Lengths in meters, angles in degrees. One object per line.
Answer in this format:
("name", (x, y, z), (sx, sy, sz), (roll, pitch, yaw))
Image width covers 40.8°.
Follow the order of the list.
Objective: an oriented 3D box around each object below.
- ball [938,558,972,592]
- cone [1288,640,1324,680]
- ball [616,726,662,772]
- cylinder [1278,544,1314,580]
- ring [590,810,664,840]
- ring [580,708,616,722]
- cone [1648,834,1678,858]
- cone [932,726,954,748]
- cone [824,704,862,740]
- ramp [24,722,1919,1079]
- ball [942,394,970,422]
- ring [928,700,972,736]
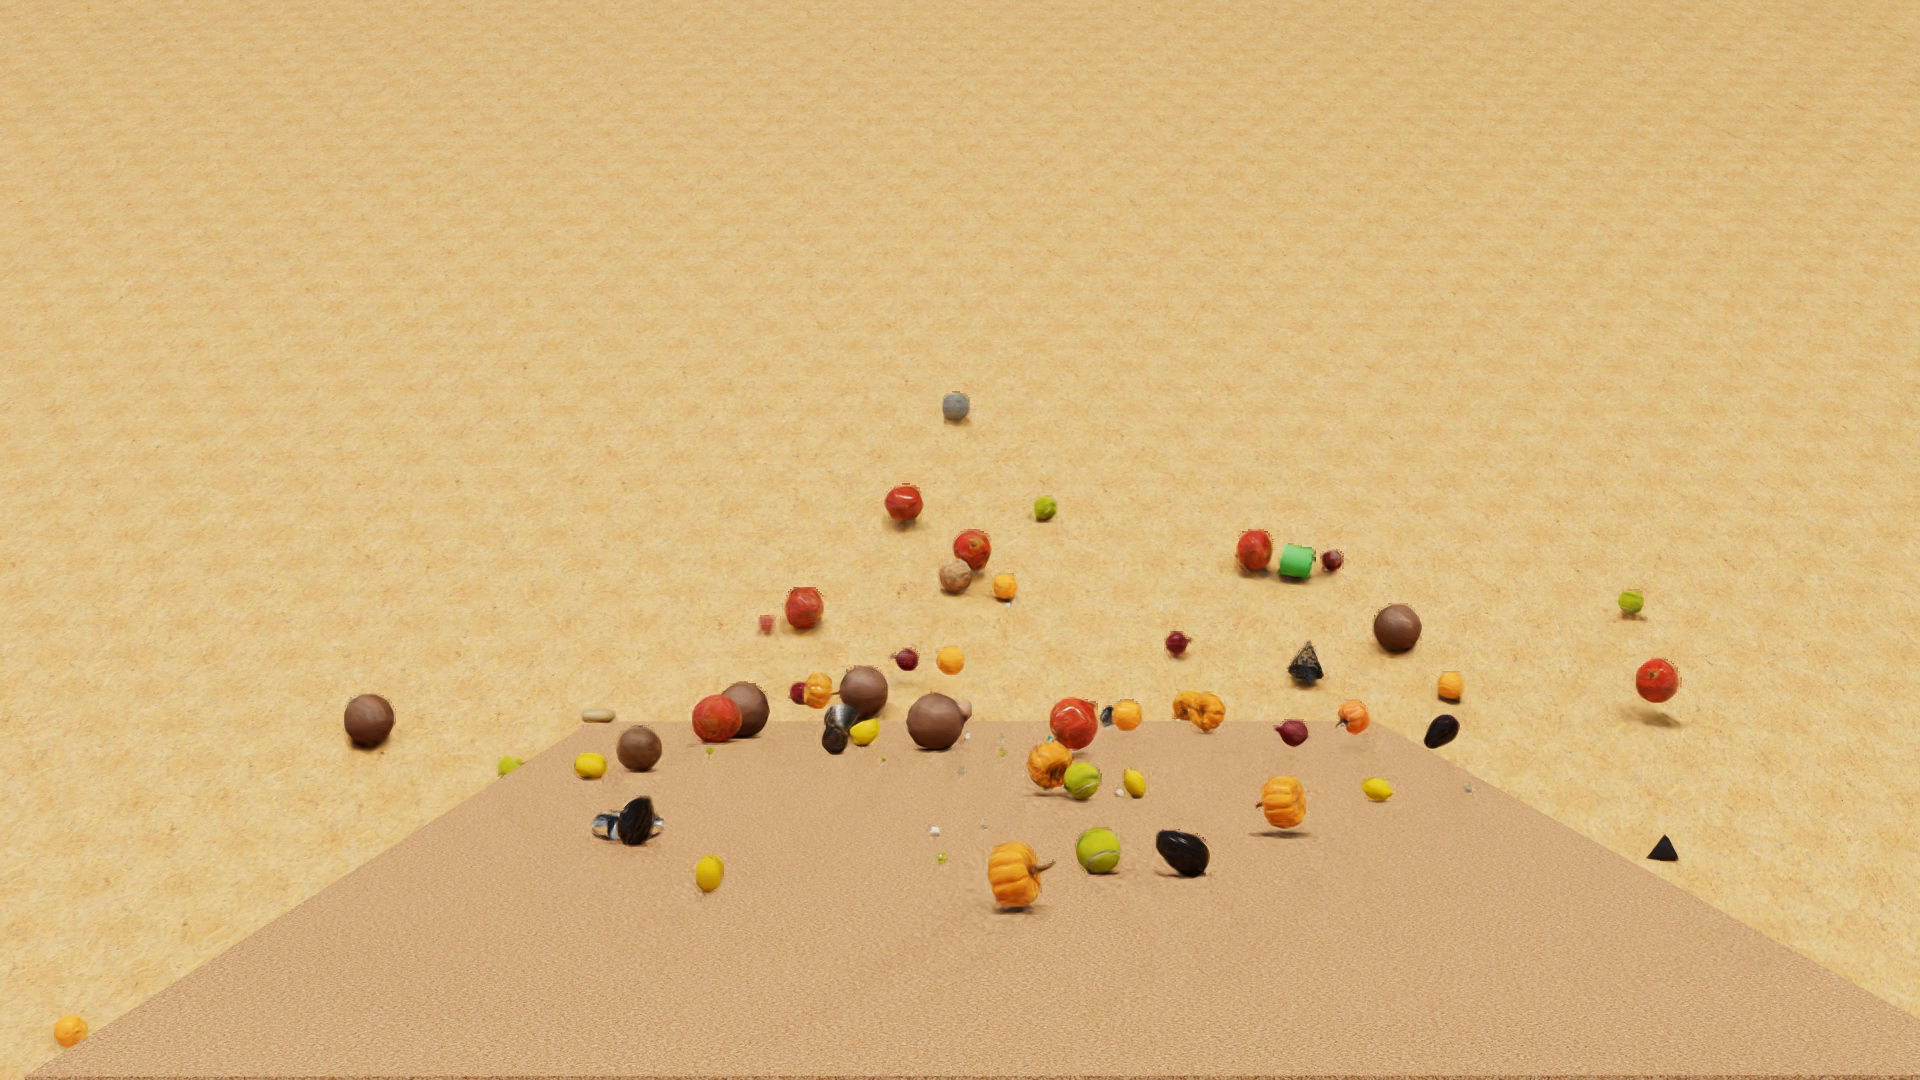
("ball", (-0.014, 0.100, 7.386), (0.094, 0.094, 0.094), (0, 27, 0))
("cone", (0.933, 0.311, 6.928), (0.098, 0.098, 0.098), (6, 65, 12))
("ball", (-0.671, 0.437, 5.403), (0.096, 0.096, 0.096), (0, 27, 0))
("cylinder", (0.972, 0.063, 7.452), (0.086, 0.086, 0.086), (12, 29, 11))
("ring", (-0.565, 0.483, 4.384), (0.124, 0.041, 0.124), (1, 0, 0))
("ring", (-0.923, 0.448, 6.591), (0.090, 0.030, 0.090), (-1, 1, 0))
("cone", (1.675, 0.748, 6.188), (0.066, 0.066, 0.066), (-30, 25, 11))
("cone", (-0.031, 0.463, 5.910), (0.054, 0.054, 0.054), (-8, 30, -16))
("cone", (-0.281, 0.451, 6.101), (0.093, 0.093, 0.093), (2, 24, 5))
("ramp", (0.061, 0.550, 4.586), (2.000, 0.100, 4.000), (0, 1, 0))
("ball", (-0.015, -0.435, 8.449), (0.091, 0.091, 0.091), (0, 27, 0))
("ring", (-0.022, 0.421, 6.046), (0.122, 0.122, 0.041), (-27, 70, -41))
